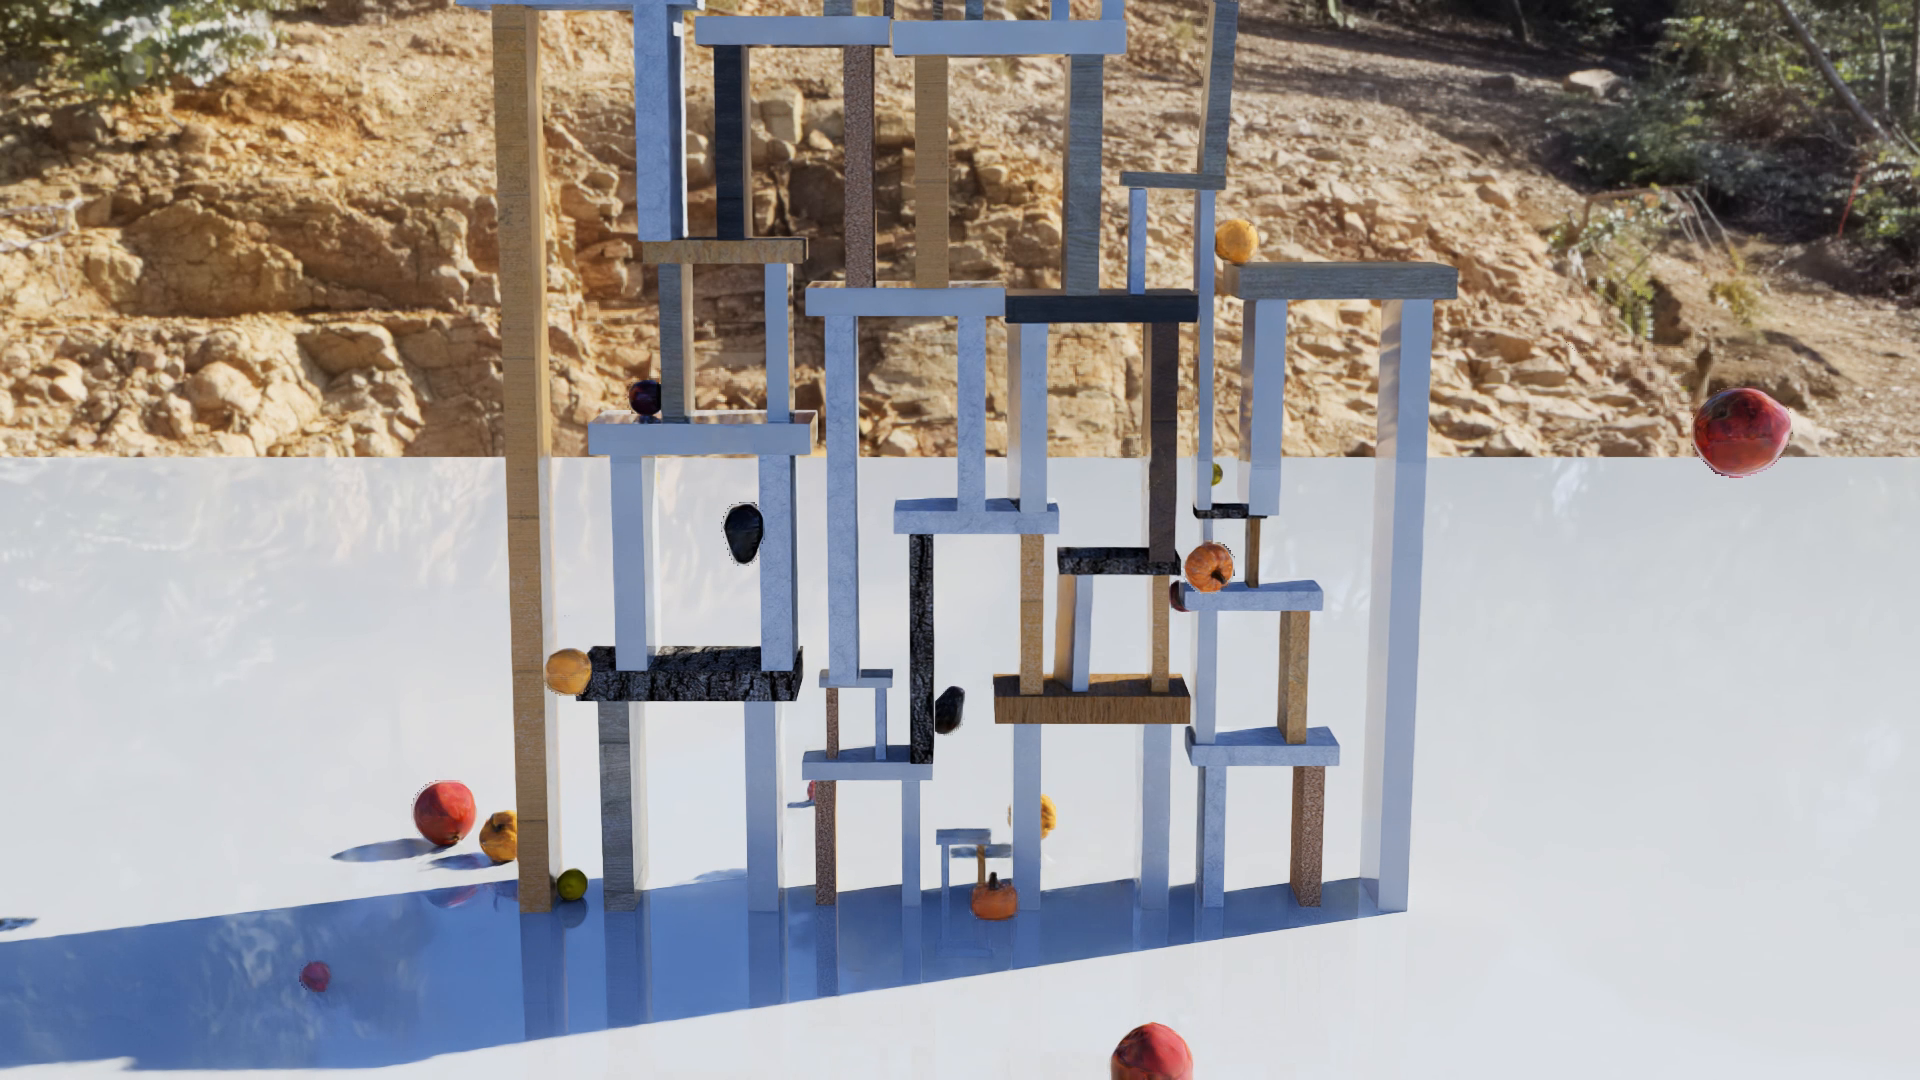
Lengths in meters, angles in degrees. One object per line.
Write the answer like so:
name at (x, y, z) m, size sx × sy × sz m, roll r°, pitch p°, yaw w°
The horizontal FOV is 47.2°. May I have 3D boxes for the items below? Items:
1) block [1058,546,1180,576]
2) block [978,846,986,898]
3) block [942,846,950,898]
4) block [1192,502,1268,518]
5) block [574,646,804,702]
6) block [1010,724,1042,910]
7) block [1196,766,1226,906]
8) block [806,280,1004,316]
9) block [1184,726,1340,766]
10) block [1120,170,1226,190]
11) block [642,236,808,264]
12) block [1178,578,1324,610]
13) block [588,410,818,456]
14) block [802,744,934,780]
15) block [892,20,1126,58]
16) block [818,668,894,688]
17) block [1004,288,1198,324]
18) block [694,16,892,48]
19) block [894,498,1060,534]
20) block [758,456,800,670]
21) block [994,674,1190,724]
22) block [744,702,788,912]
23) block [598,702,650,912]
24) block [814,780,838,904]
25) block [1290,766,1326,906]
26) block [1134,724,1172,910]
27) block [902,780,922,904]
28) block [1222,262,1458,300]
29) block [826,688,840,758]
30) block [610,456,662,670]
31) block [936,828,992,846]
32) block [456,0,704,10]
block at (0.257, 0.034, 3.568) m, size 0.193 × 0.027 × 0.096 m, roll 0°, pitch 11°, yaw 0°
block at (0.036, 0.545, 3.665) m, size 0.013 × 0.091 × 0.045 m, roll 0°, pitch 11°, yaw 0°
block at (-0.024, 0.545, 3.665) m, size 0.013 × 0.091 × 0.045 m, roll 0°, pitch 11°, yaw 0°
block at (0.436, -0.047, 3.553) m, size 0.113 × 0.016 × 0.057 m, roll 0°, pitch 11°, yaw 0°
block at (-0.439, 0.218, 3.604) m, size 0.353 × 0.050 × 0.176 m, roll 0°, pitch 11°, yaw 0°
block at (0.109, 0.436, 3.641) m, size 0.044 × 0.314 × 0.157 m, roll 0°, pitch 11°, yaw 0°
block at (0.415, 0.473, 3.643) m, size 0.034 × 0.239 × 0.120 m, roll 0°, pitch 11°, yaw 0°
block at (-0.085, -0.384, 3.489) m, size 0.310 × 0.044 × 0.155 m, roll 0°, pitch 11°, yaw 0°
block at (0.495, 0.339, 3.618) m, size 0.239 × 0.034 × 0.120 m, roll 0°, pitch 11°, yaw 0°
block at (0.333, -0.565, 3.453) m, size 0.161 × 0.023 × 0.081 m, roll 2°, pitch 11°, yaw 0°
block at (-0.369, -0.459, 3.476) m, size 0.248 × 0.035 × 0.124 m, roll 0°, pitch 11°, yaw 0°
block at (0.472, 0.088, 3.578) m, size 0.221 × 0.031 × 0.111 m, roll 0°, pitch 11°, yaw 0°
block at (-0.408, -0.174, 3.532) m, size 0.348 × 0.049 × 0.174 m, roll 0°, pitch 11°, yaw 0°
block at (-0.151, 0.367, 3.626) m, size 0.212 × 0.030 × 0.106 m, roll 0°, pitch 11°, yaw 0°
block at (0.074, -0.776, 3.412) m, size 0.353 × 0.050 × 0.176 m, roll 0°, pitch 11°, yaw 0°
block at (-0.169, 0.226, 3.598) m, size 0.120 × 0.017 × 0.060 m, roll 0°, pitch 11°, yaw 0°
block at (0.220, -0.372, 3.489) m, size 0.299 × 0.042 × 0.149 m, roll 0°, pitch 11°, yaw 0°
block at (-0.255, -0.787, 3.413) m, size 0.296 × 0.042 × 0.148 m, roll 0°, pitch 11°, yaw 0°
block at (0.026, -0.040, 3.554) m, size 0.263 × 0.037 × 0.131 m, roll 0°, pitch 11°, yaw 0°
block at (-0.292, 0.022, 3.568) m, size 0.049 × 0.348 × 0.174 m, roll 0°, pitch 11°, yaw 0°
block at (0.213, 0.259, 3.608) m, size 0.314 × 0.044 × 0.157 m, roll 0°, pitch 11°, yaw 0°
block at (-0.321, 0.416, 3.640) m, size 0.050 × 0.353 × 0.176 m, roll 0°, pitch 11°, yaw 0°
block at (-0.556, 0.416, 3.641) m, size 0.050 × 0.353 × 0.176 m, roll 0°, pitch 11°, yaw 0°
block at (-0.222, 0.486, 3.648) m, size 0.030 × 0.212 × 0.106 m, roll 0°, pitch 11°, yaw 0°
block at (0.575, 0.473, 3.643) m, size 0.034 × 0.239 × 0.120 m, roll 0°, pitch 11°, yaw 0°
block at (0.318, 0.436, 3.641) m, size 0.044 × 0.314 × 0.157 m, roll 0°, pitch 11°, yaw 0°
block at (-0.080, 0.486, 3.648) m, size 0.030 × 0.212 × 0.106 m, roll 0°, pitch 11°, yaw 0°
block at (0.598, -0.411, 3.478) m, size 0.339 × 0.048 × 0.170 m, roll 0°, pitch 11°, yaw -2°
block at (-0.209, 0.293, 3.611) m, size 0.017 × 0.120 × 0.060 m, roll 0°, pitch 11°, yaw 0°
block at (-0.525, 0.022, 3.568) m, size 0.049 × 0.348 × 0.174 m, roll 0°, pitch 11°, yaw 0°
block at (0.006, 0.494, 3.655) m, size 0.091 × 0.013 × 0.045 m, roll 0°, pitch 11°, yaw 0°
block at (-0.583, -0.849, 3.401) m, size 0.355 × 0.050 × 0.177 m, roll 0°, pitch 11°, yaw 0°
